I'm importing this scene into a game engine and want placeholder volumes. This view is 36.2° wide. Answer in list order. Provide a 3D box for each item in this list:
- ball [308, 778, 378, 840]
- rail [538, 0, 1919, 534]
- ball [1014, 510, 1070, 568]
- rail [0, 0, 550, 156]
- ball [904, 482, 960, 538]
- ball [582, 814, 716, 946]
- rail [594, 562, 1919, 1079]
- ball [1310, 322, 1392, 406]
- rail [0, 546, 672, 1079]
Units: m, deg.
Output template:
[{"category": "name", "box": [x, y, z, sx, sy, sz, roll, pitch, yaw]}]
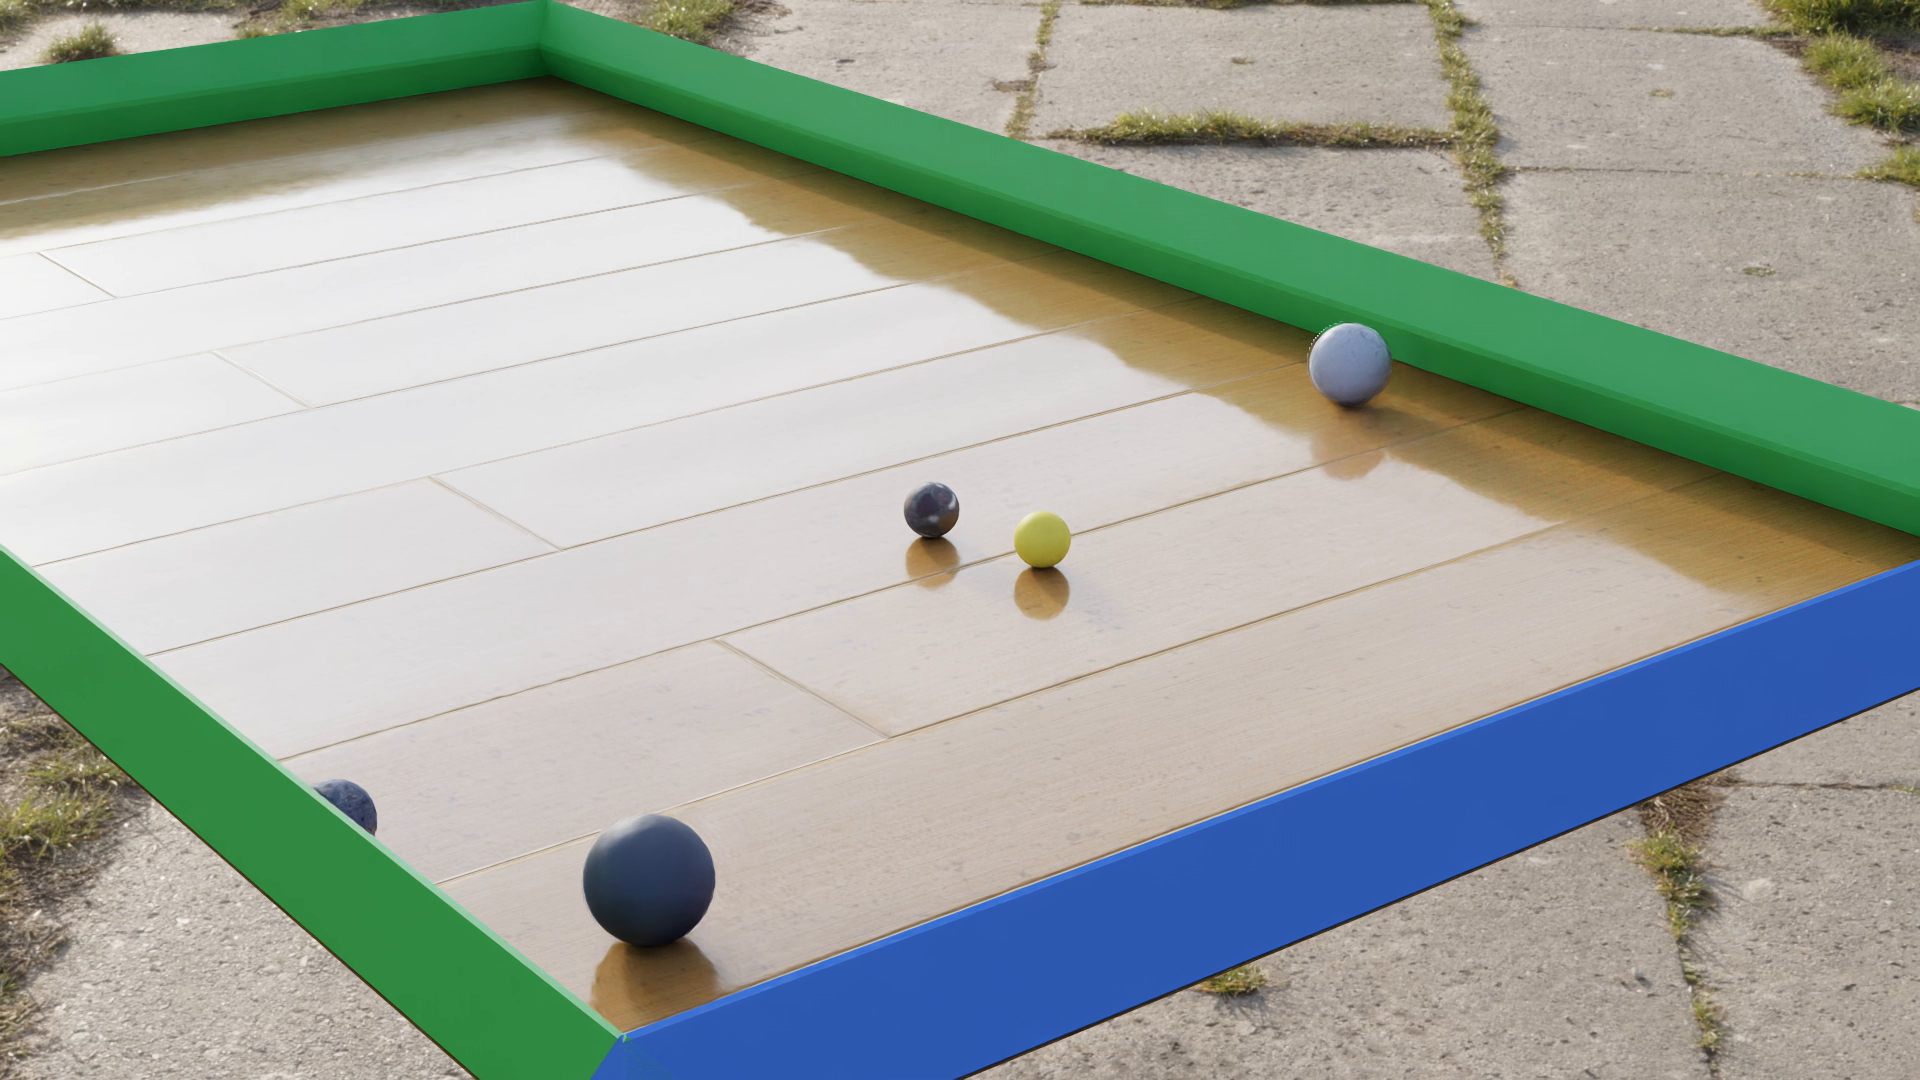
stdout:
[{"category": "ball", "box": [-0.440, 0.198, 2.071, 0.060, 0.060, 0.060, 0, 21, 0]}, {"category": "rail", "box": [0.168, -0.377, 3.475, 0.045, 0.114, 2.675, -15, 26, -34]}, {"category": "ball", "box": [0.073, 0.000, 2.594, 0.051, 0.051, 0.051, 0, 21, 0]}, {"category": "rail", "box": [-1.204, -0.596, 4.038, 1.493, 0.114, 0.045, -15, 26, -34]}, {"category": "ball", "box": [-0.026, -0.028, 2.663, 0.051, 0.051, 0.051, 0, 21, 0]}, {"category": "ball", "box": [-0.207, 0.226, 1.959, 0.088, 0.088, 0.088, 0, 21, 0]}, {"category": "rail", "box": [0.392, 0.159, 2.092, 1.493, 0.114, 0.045, -15, 26, -34]}, {"category": "ball", "box": [0.400, -0.180, 3.010, 0.084, 0.084, 0.084, 0, 21, 0]}, {"category": "rail", "box": [-0.981, -0.059, 2.656, 0.045, 0.114, 2.675, -15, 26, -34]}]
